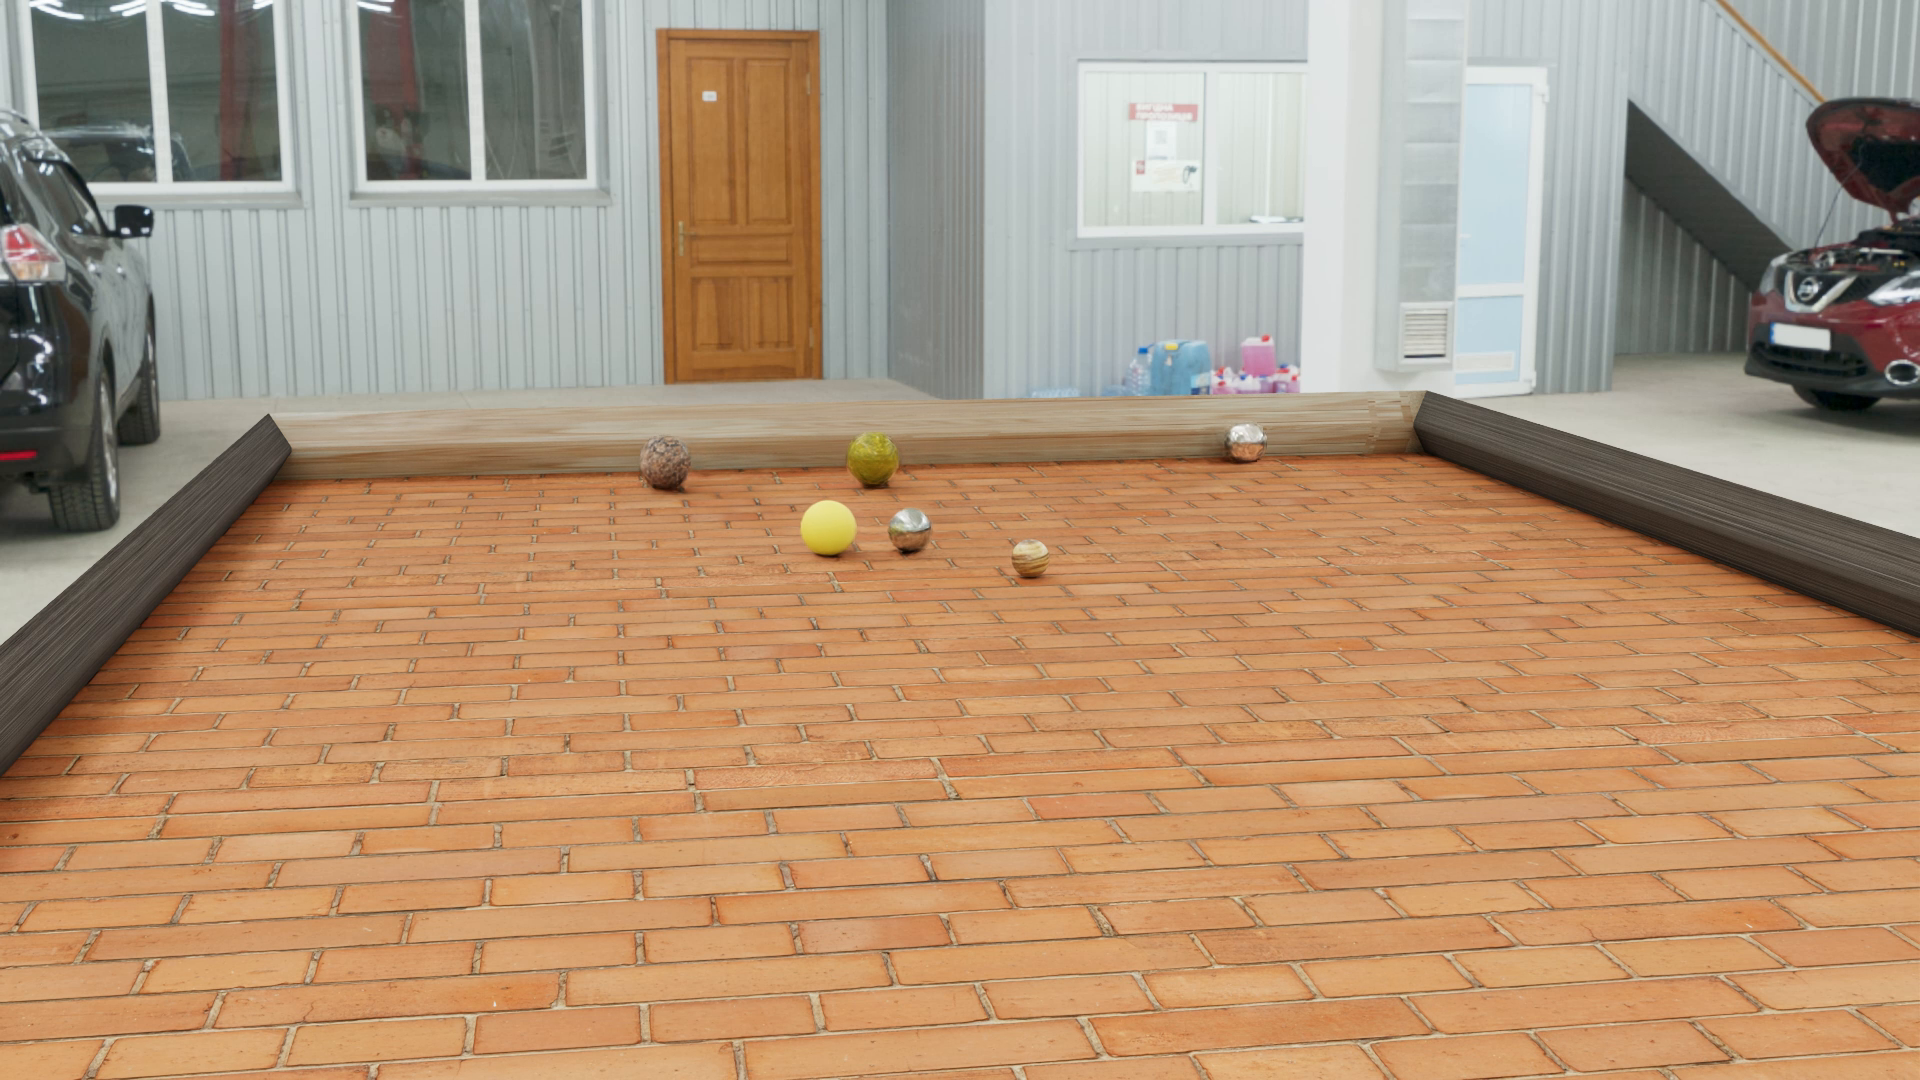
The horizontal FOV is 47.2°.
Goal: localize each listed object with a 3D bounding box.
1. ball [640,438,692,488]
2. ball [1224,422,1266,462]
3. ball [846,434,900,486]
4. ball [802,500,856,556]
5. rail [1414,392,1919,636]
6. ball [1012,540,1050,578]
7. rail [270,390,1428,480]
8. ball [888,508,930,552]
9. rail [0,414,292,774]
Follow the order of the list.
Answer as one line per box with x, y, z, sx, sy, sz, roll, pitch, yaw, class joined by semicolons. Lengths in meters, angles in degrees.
-0.537;-0.140;4.008;0.094;0.094;0.094;0;10;0;ball
0.562;-0.192;4.334;0.078;0.078;0.078;0;10;0;ball
-0.160;-0.148;4.044;0.096;0.096;0.096;0;10;0;ball
-0.201;-0.018;3.366;0.085;0.085;0.085;0;10;0;ball
1.266;0.126;2.465;0.045;0.125;4.130;-2;11;-9;rail
0.103;0.027;3.202;0.056;0.056;0.056;0;10;0;ball
-0.166;-0.204;4.265;2.269;0.125;0.045;-2;11;-9;rail
-0.079;-0.015;3.398;0.067;0.067;0.067;0;10;0;ball
-0.926;0.192;2.105;0.045;0.125;4.130;-2;11;-9;rail
